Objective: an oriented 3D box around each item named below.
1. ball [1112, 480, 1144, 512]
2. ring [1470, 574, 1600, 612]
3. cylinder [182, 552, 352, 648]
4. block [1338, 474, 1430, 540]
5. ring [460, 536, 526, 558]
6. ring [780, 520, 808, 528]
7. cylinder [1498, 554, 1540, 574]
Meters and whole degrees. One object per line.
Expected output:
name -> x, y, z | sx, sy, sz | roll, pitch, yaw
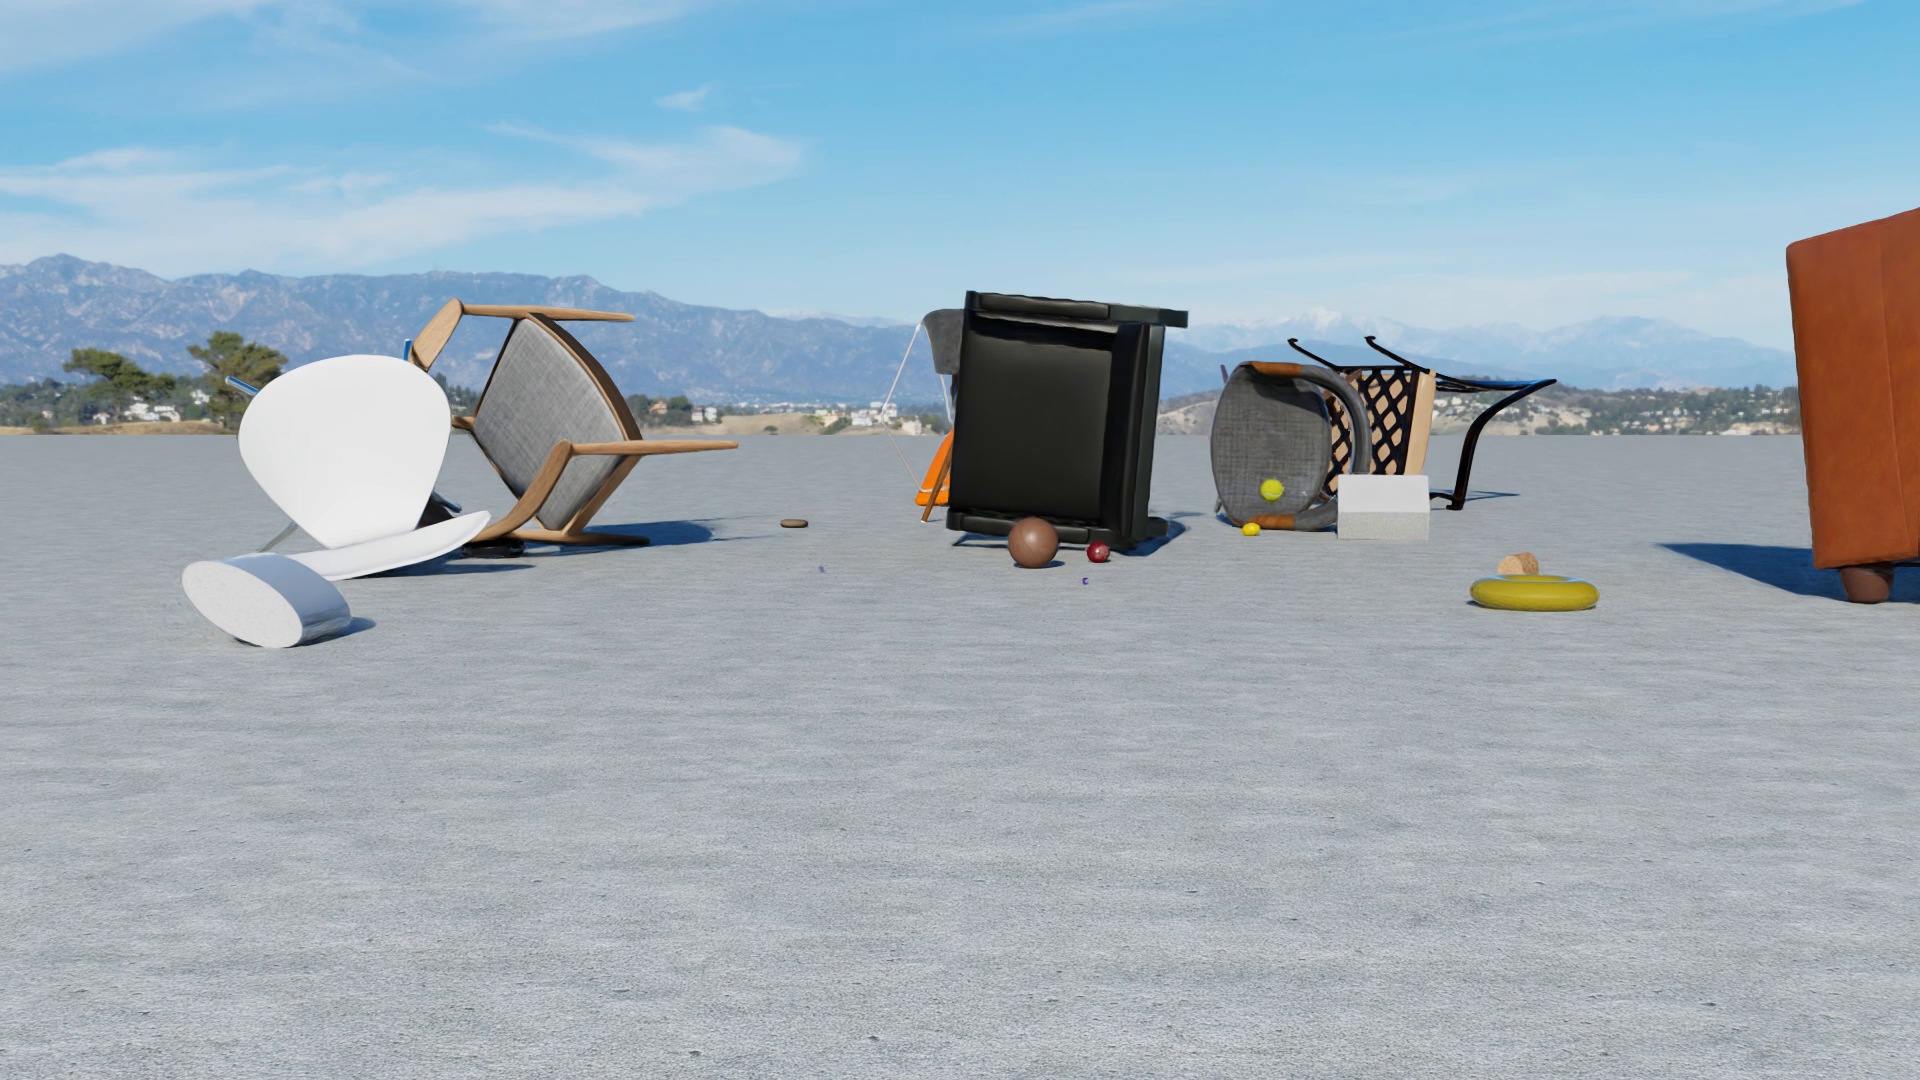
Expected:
ball -> 0.616, -0.163, 8.048 | 0.119, 0.119, 0.119 | 0, 4, 0
ring -> 1.180, 0.109, 4.520 | 0.261, 0.062, 0.216 | 2, 5, 13
cylinder -> -1.235, 0.104, 3.929 | 0.239, 0.112, 0.220 | 29, 7, 4
block -> 1.262, -0.097, 6.567 | 0.265, 0.114, 0.161 | 1, 45, 8
ring -> -1.253, 0.019, 5.890 | 0.171, 0.053, 0.200 | -2, 5, -31
ring -> -0.539, -0.053, 7.144 | 0.091, 0.025, 0.102 | 0, 3, -9
cylinder -> 1.254, 0.071, 4.937 | 0.058, 0.079, 0.121 | 9, 7, 31
